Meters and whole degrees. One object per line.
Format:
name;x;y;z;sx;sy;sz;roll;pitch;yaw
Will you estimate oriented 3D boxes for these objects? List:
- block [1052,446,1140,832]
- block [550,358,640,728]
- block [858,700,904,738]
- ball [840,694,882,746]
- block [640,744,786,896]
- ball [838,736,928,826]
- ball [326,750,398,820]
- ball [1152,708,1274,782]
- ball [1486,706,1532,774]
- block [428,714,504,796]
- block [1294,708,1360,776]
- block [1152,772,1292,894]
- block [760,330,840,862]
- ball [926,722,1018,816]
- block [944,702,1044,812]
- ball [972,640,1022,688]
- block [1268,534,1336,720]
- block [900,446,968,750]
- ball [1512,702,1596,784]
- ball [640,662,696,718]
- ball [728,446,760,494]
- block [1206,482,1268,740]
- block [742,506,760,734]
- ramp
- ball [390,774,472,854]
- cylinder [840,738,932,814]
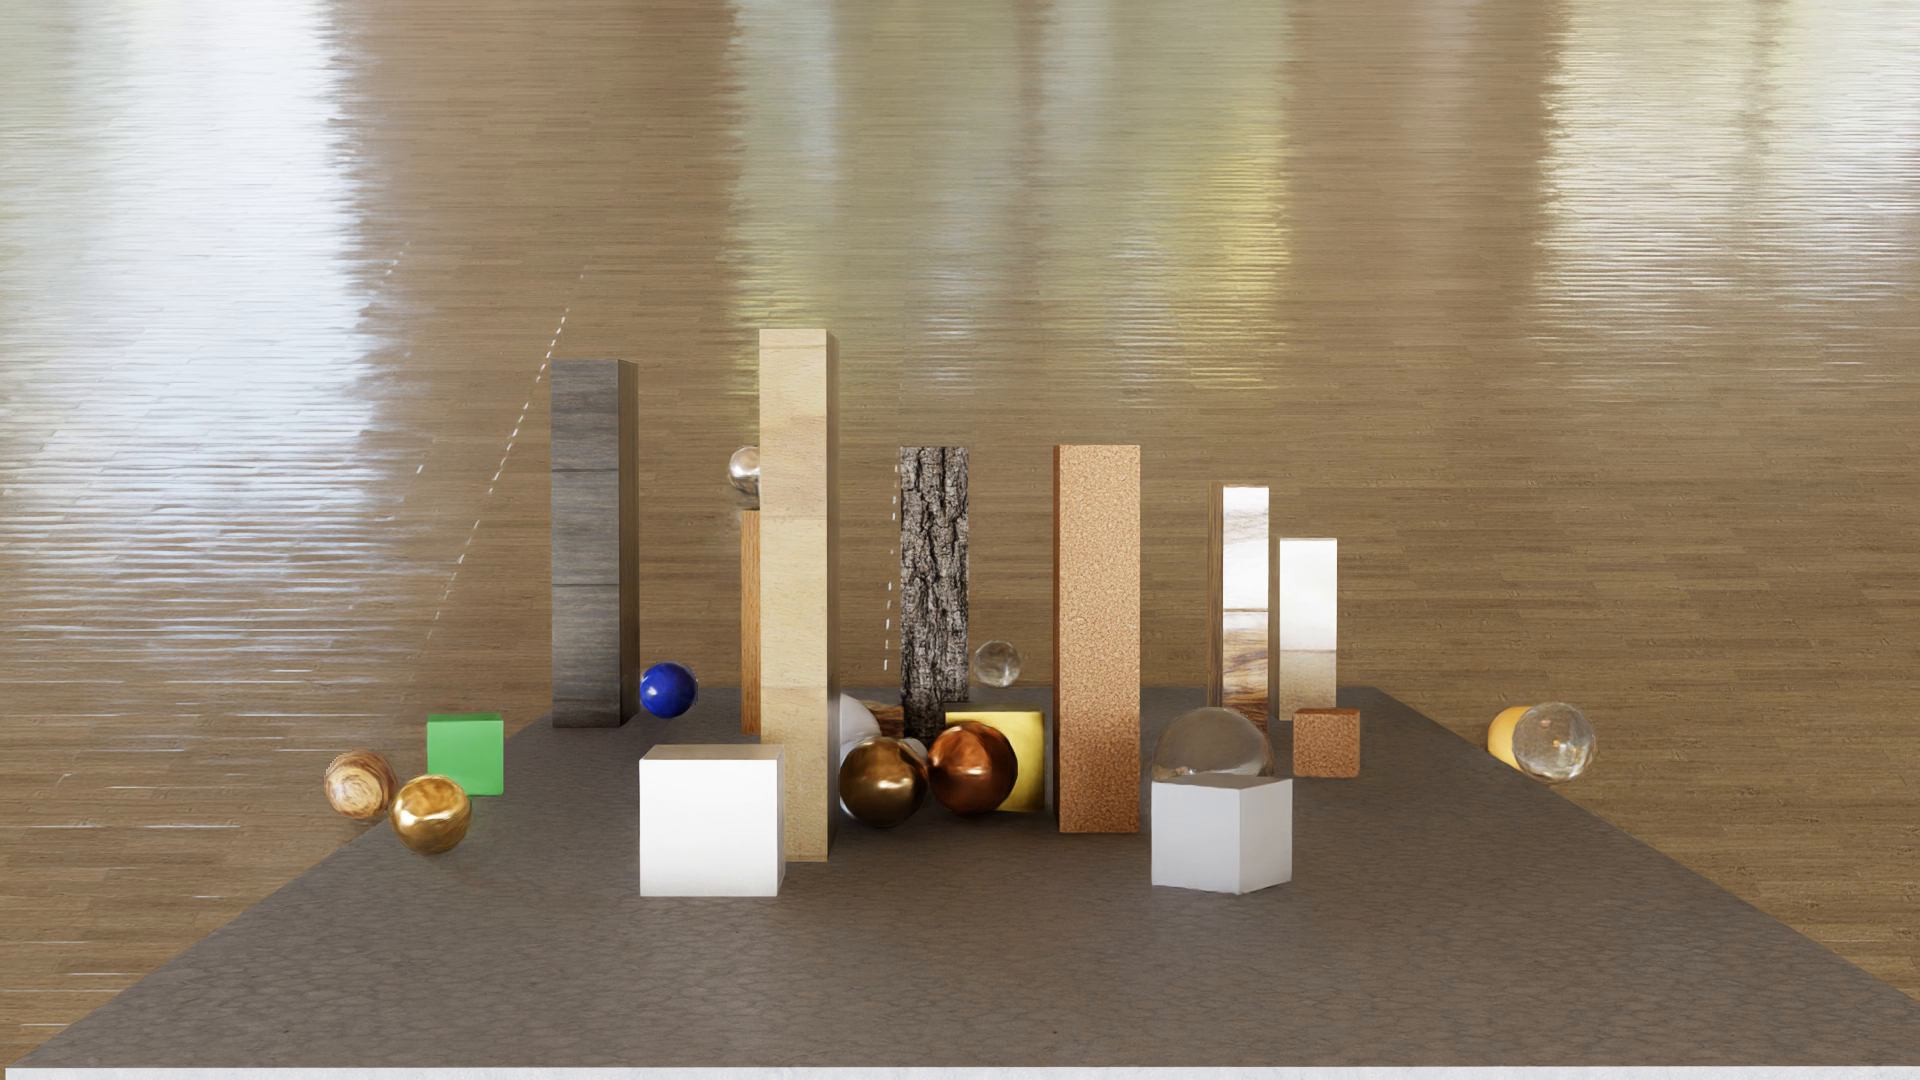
block;0.221;0.152;4.211;0.126;0.614;0.282;0;2;0
block;-0.812;0.002;5.754;0.146;0.800;0.354;0;2;0
block;-0.202;0.370;4.619;0.148;0.148;0.148;-1;2;-29
ball;-0.226;0.356;4.423;0.190;0.190;0.190;0;24;0
block;-0.343;0.389;3.599;0.186;0.186;0.186;0;2;0
ball;-0.124;0.389;4.148;0.145;0.145;0.145;0;24;0
ball;-1.416;0.581;6.095;0.166;0.166;0.166;0;24;0
ball;0.404;0.365;4.111;0.194;0.194;0.194;0;24;0
ball;1.375;0.490;6.297;0.170;0.170;0.170;0;24;0
block;-0.879;0.381;4.578;0.131;0.131;0.131;0;2;-10
block;0.689;0.379;4.833;0.114;0.114;0.114;0;2;13
block;0.368;0.409;3.620;0.143;0.143;0.143;2;3;37
block;-0.245;0.075;3.998;0.097;0.784;0.425;0;2;0
ball;0.019;0.377;4.241;0.153;0.153;0.153;0;24;0
block;0.057;0.369;4.401;0.167;0.167;0.167;0;2;-1
ball;0.093;0.313;6.490;0.122;0.122;0.122;0;24;0
block;0.773;0.194;5.860;0.125;0.407;0.273;0;2;0
block;-0.045;0.135;4.719;0.121;0.611;0.257;0;2;0
ball;1.077;0.369;4.675;0.149;0.149;0.149;0;24;0
ball;-0.639;0.328;5.634;0.124;0.124;0.124;0;24;0
ball;-0.639;-0.214;7.909;0.150;0.150;0.150;0;24;0
block;0.574;0.149;5.341;0.089;0.535;0.331;0;2;0
block;-0.423;0.167;5.676;0.080;0.475;0.432;0;2;0
ramp;0.055;0.497;4.545;2.000;0.100;4.000;0;2;0
ball;-0.794;0.412;3.867;0.120;0.120;0.120;0;24;0
cylinder;-0.129;0.395;4.306;0.122;0.122;0.122;-2;20;-37
